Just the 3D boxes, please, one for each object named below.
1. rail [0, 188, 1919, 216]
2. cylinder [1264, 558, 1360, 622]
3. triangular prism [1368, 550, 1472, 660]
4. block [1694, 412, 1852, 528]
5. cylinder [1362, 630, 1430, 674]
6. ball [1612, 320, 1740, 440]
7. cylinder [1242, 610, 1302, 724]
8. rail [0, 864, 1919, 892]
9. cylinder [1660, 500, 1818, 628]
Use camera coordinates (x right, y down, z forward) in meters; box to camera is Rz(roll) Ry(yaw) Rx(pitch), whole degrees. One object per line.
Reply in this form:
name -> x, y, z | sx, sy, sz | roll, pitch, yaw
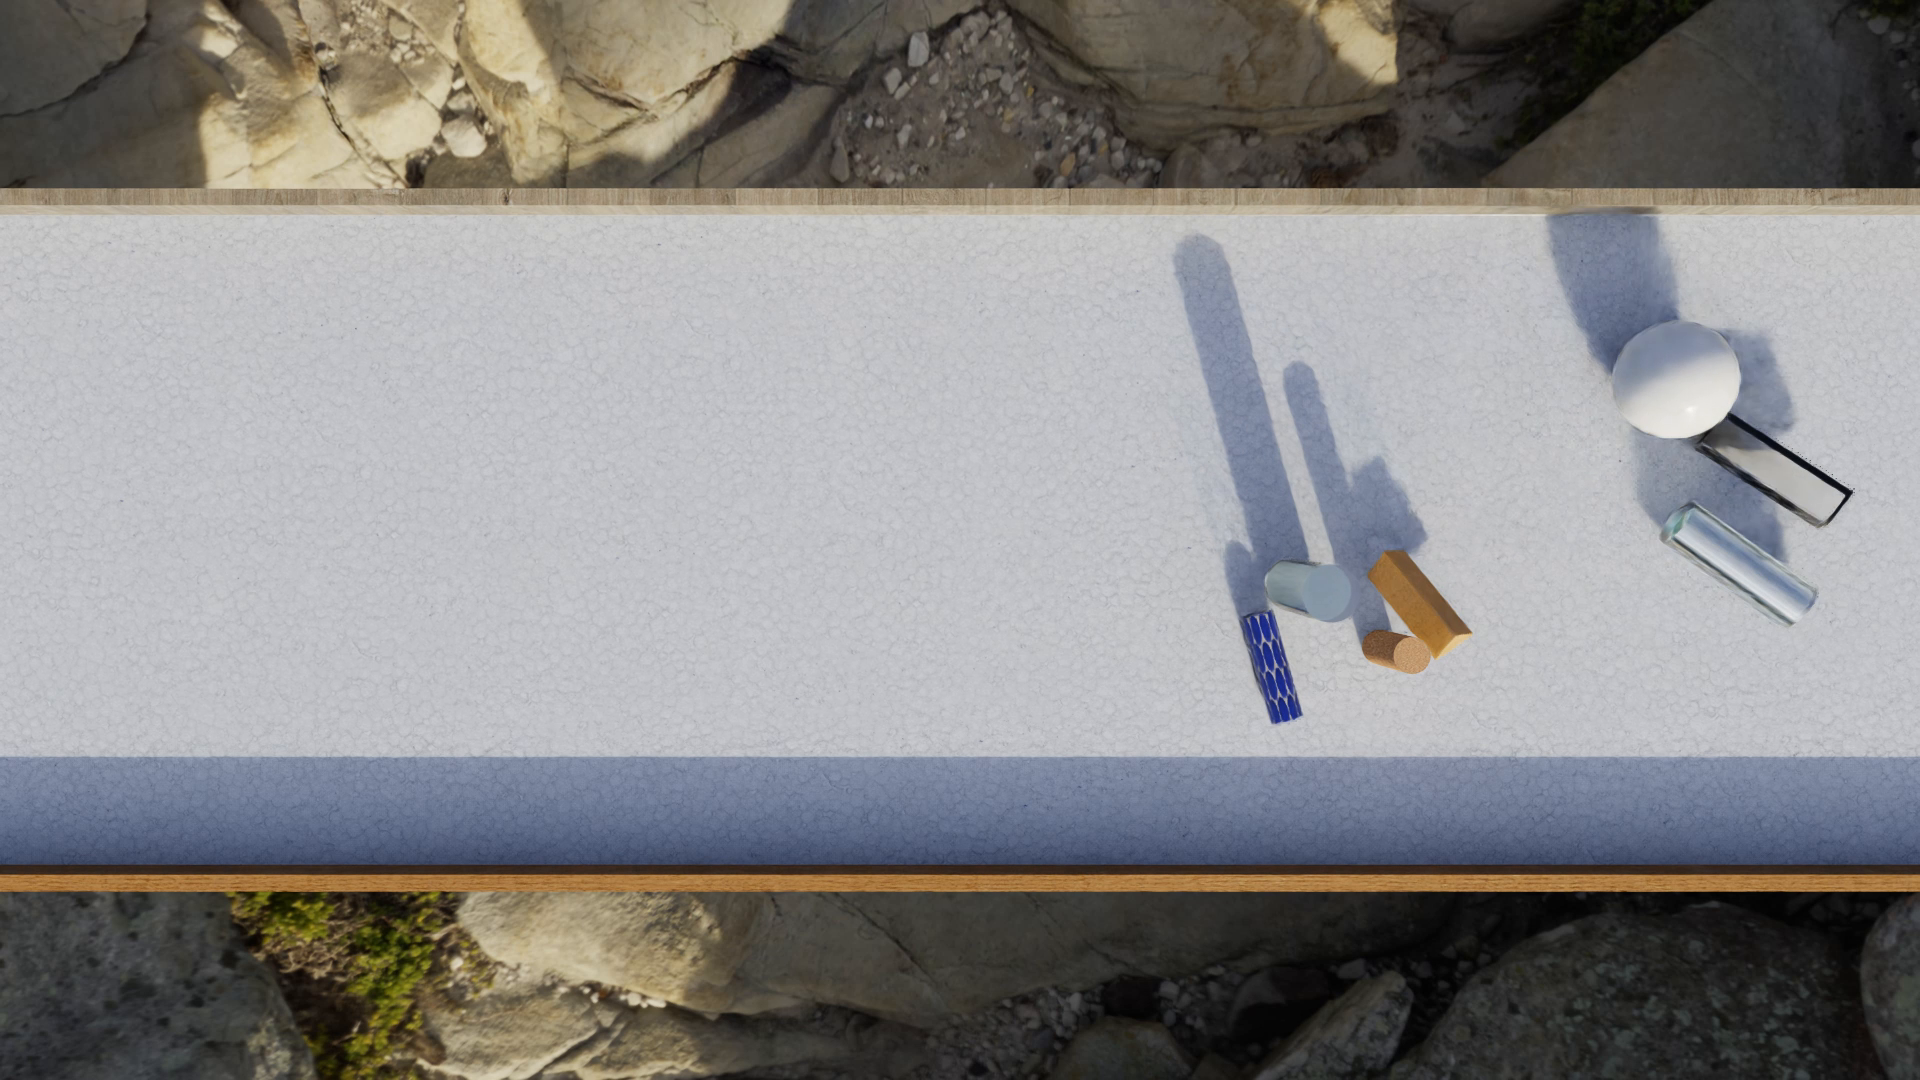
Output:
rail -> -2.247, -1.025, 5.002 | 12.000, 0.150, 0.050 | 0, 90, 0
cylinder -> 1.029, 0.144, 4.849 | 0.164, 0.445, 0.164 | 0, 92, -3
triangular prism -> 1.380, 0.177, 4.954 | 0.137, 0.118, 0.330 | -35, 67, 0
block -> 2.444, -0.211, 4.964 | 0.423, 0.118, 0.118 | 37, 92, 14
cylinder -> 1.290, 0.329, 4.891 | 0.106, 0.370, 0.106 | 0, 90, 0
ball -> 2.126, -0.476, 4.901 | 0.352, 0.352, 0.352 | 0, 90, 0
cylinder -> 0.950, 0.384, 5.026 | 0.101, 0.101, 0.333 | -16, 90, 0
rail -> -2.247, 1.025, 5.001 | 12.000, 0.150, 0.050 | 0, 90, 0
cylinder -> 2.357, 0.074, 4.999 | 0.449, 0.154, 0.154 | 36, 90, 0
